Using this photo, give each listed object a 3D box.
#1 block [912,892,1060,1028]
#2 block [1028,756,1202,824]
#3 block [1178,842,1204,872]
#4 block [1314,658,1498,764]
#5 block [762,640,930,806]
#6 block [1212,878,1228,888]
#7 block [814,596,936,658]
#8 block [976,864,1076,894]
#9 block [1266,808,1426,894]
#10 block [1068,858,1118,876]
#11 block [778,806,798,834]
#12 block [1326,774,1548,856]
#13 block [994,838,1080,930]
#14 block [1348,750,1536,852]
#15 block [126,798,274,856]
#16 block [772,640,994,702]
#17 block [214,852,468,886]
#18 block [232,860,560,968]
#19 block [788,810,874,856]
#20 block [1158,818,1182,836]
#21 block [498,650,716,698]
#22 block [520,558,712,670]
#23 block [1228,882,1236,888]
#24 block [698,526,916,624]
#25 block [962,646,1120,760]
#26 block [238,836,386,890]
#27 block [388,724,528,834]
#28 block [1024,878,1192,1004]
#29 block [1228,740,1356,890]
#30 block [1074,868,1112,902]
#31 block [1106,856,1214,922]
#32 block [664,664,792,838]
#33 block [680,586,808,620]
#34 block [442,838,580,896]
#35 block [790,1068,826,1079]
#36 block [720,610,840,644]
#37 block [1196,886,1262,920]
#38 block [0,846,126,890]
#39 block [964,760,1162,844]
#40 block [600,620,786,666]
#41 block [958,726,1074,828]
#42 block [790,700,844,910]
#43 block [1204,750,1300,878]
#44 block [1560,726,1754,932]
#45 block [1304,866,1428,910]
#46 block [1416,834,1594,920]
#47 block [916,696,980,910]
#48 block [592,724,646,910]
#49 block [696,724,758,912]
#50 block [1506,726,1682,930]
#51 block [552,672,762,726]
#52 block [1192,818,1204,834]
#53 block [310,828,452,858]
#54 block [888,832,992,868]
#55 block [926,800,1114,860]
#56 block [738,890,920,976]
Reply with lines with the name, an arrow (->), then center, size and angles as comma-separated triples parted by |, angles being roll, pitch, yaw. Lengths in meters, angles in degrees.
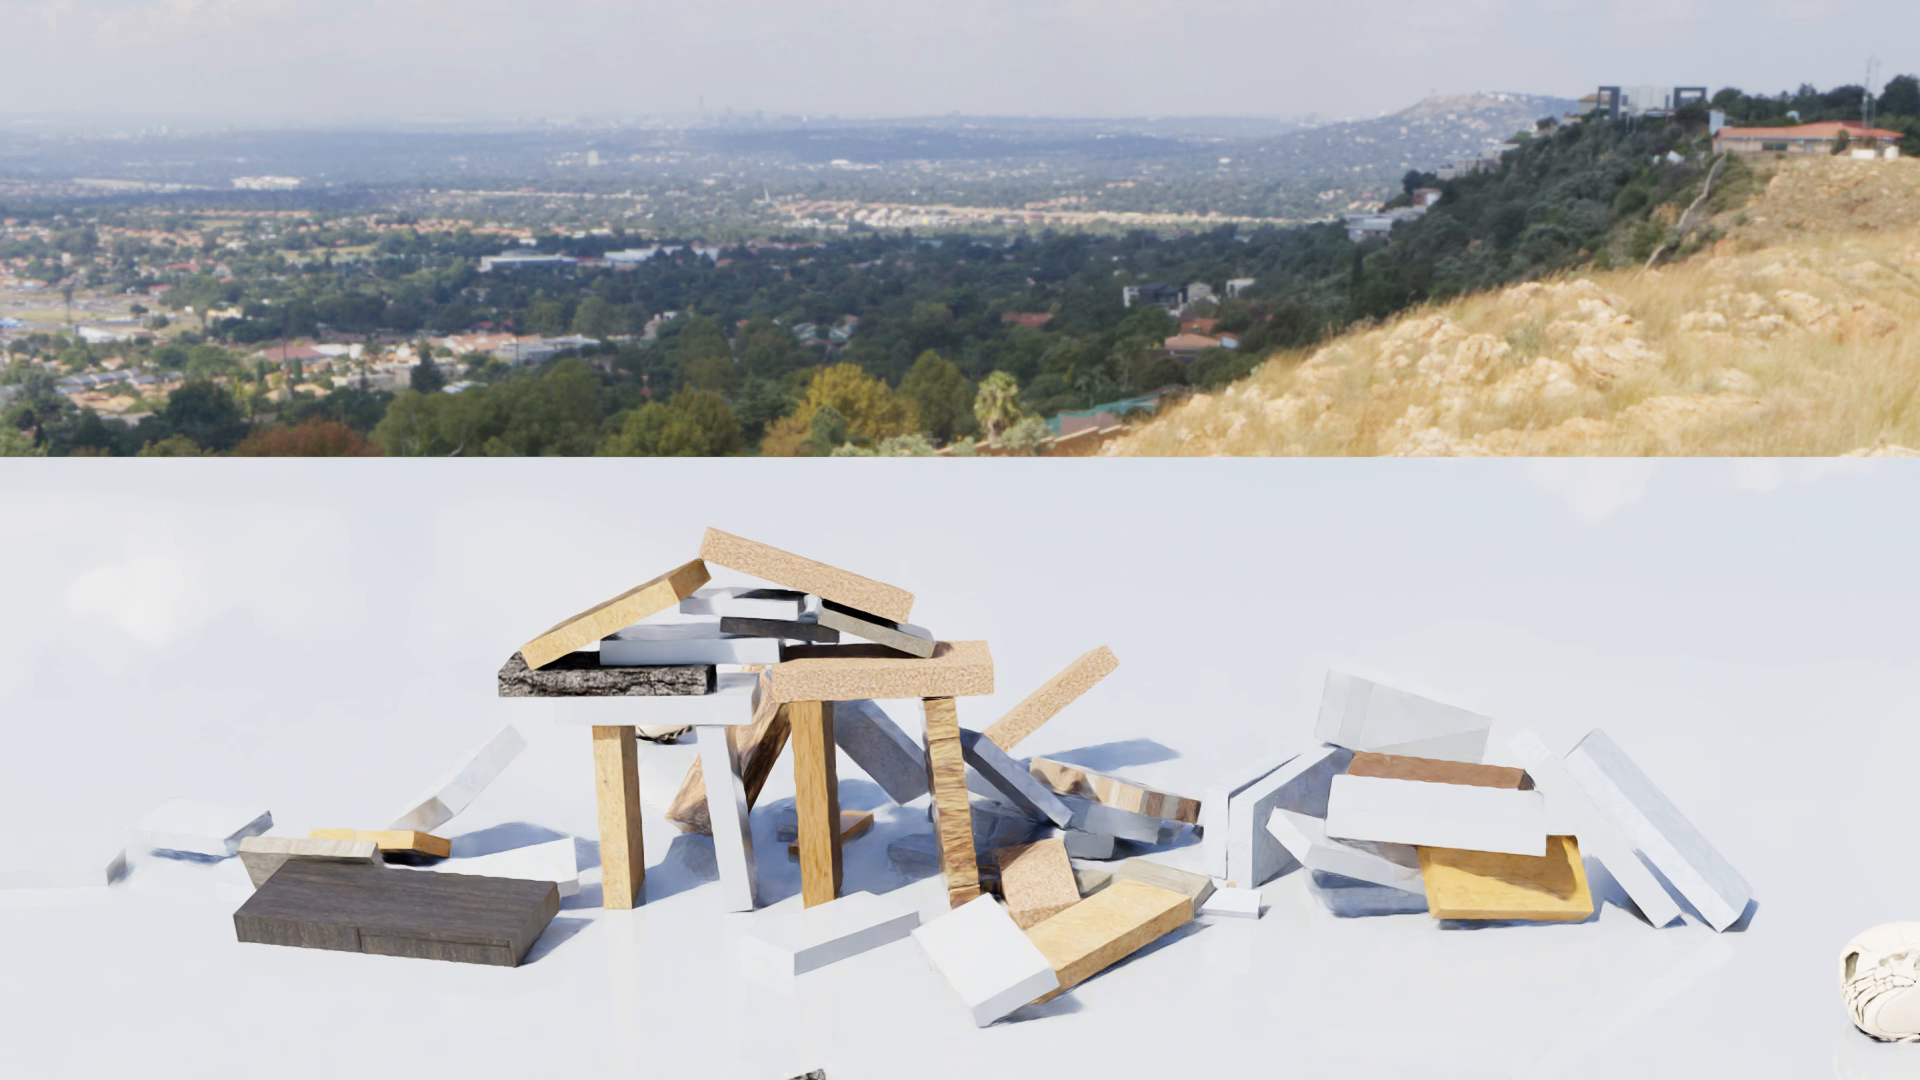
block -> 0.035, 0.615, 3.235 | 0.131, 0.037, 0.262 | -25, 22, -12
block -> 0.277, 0.451, 3.973 | 0.149, 0.042, 0.298 | 16, -3, -39
block -> 0.430, 0.551, 3.834 | 0.058, 0.016, 0.115 | 6, 12, 31
block -> 0.790, 0.324, 3.911 | 0.298, 0.149, 0.042 | 17, 30, 19
block -> -0.183, 0.323, 3.864 | 0.114, 0.352, 0.032 | -31, 19, 42
block -> 0.386, 0.575, 3.633 | 0.104, 0.015, 0.052 | 9, 38, 22
block -> -0.139, 0.141, 3.587 | 0.193, 0.027, 0.096 | 18, 9, -10
block -> 0.112, 0.571, 3.705 | 0.164, 0.023, 0.082 | 0, 11, -2
block -> 0.640, 0.506, 3.560 | 0.265, 0.037, 0.132 | 16, 13, -23
block -> 0.215, 0.555, 3.710 | 0.103, 0.015, 0.051 | 8, 10, -17
block -> -0.300, 0.513, 4.037 | 0.058, 0.016, 0.115 | 0, 11, 2
block -> 0.766, 0.441, 3.540 | 0.338, 0.048, 0.169 | 4, 13, 12
block -> 0.128, 0.561, 3.601 | 0.114, 0.032, 0.228 | -10, 19, -2
block -> 0.812, 0.466, 3.814 | 0.338, 0.169, 0.048 | 2, -34, 44
block -> -1.326, 0.500, 3.837 | 0.228, 0.032, 0.114 | 2, 21, 26
block -> -0.127, 0.213, 3.599 | 0.355, 0.050, 0.177 | -2, 11, -3
block -> -0.967, 0.565, 3.720 | 0.576, 0.030, 0.108 | 2, 11, 9
block -> -0.885, 0.586, 3.465 | 0.472, 0.049, 0.172 | 3, 23, 13
block -> -0.231, 0.528, 3.958 | 0.058, 0.016, 0.225 | 5, 12, 23
block -> 0.373, 0.516, 4.025 | 0.058, 0.016, 0.115 | 3, 11, 17
block -> -0.571, 0.217, 3.584 | 0.333, 0.041, 0.144 | -1, 11, 0
block -> -0.553, 0.118, 3.539 | 0.289, 0.041, 0.144 | -24, 6, 19
block -> 0.407, 0.583, 3.665 | 0.103, 0.015, 0.052 | 1, 11, 8
block -> -0.253, 0.056, 3.589 | 0.344, 0.049, 0.172 | 18, 0, -9
block -> 0.151, 0.333, 4.318 | 0.338, 0.048, 0.169 | -36, 0, -14
block -> -1.060, 0.541, 3.623 | 0.228, 0.114, 0.032 | 1, 43, 8
block -> -0.861, 0.421, 3.757 | 0.172, 0.049, 0.344 | -47, 9, -30
block -> 0.192, 0.612, 3.378 | 0.131, 0.037, 0.380 | 9, 18, 41
block -> 0.618, 0.465, 3.930 | 0.043, 0.151, 0.588 | 6, 12, 30
block -> 0.196, 0.577, 3.625 | 0.103, 0.015, 0.051 | -27, 25, -33
block -> 0.326, 0.572, 3.610 | 0.164, 0.023, 0.082 | 9, 40, 39
block -> -0.394, 0.375, 3.974 | 0.169, 0.338, 0.048 | 0, -33, 50
block -> -0.349, 0.101, 3.570 | 0.193, 0.027, 0.096 | 3, 11, 7
block -> -0.733, 0.553, 3.593 | 0.215, 0.030, 0.108 | -11, 33, -8
block -> -0.227, 0.719, 2.839 | 0.115, 0.016, 0.058 | -18, 12, -4
block -> -0.294, 0.136, 3.593 | 0.193, 0.027, 0.096 | 6, 11, -7
block -> 0.436, 0.589, 3.577 | 0.103, 0.015, 0.052 | 3, 36, 15
block -> -1.554, 0.559, 3.745 | 0.228, 0.032, 0.114 | -1, 11, -5
block -> 0.164, 0.471, 3.987 | 0.169, 0.048, 0.419 | 15, -3, -35
block -> -0.436, 0.168, 3.618 | 0.289, 0.041, 0.144 | -1, 10, 0
block -> 0.081, 0.403, 3.745 | 0.228, 0.032, 0.114 | 43, -16, -23
block -> -0.235, 0.416, 3.630 | 0.050, 0.355, 0.177 | -3, 10, 2
block -> 0.513, 0.477, 3.851 | 0.043, 0.151, 0.301 | 7, 11, 31
block -> 1.136, 0.467, 3.582 | 0.359, 0.042, 0.149 | 48, 27, 12
block -> 0.716, 0.573, 3.657 | 0.265, 0.037, 0.132 | 0, 11, -1
block -> 0.875, 0.541, 3.536 | 0.265, 0.132, 0.037 | 3, -33, -12
block -> -0.020, 0.415, 3.631 | 0.050, 0.355, 0.177 | -8, 11, -5
block -> -0.564, 0.434, 3.642 | 0.045, 0.316, 0.158 | -2, 11, 0
block -> -0.383, 0.436, 3.626 | 0.045, 0.316, 0.158 | -8, 11, -1
block -> 1.024, 0.463, 3.563 | 0.048, 0.338, 0.169 | -40, 7, 9
block -> -0.490, 0.259, 3.588 | 0.316, 0.045, 0.158 | -1, 11, 1
block -> 0.475, 0.517, 4.019 | 0.058, 0.016, 0.115 | 6, 12, 28
block -> -0.991, 0.519, 3.758 | 0.215, 0.030, 0.108 | -2, -17, 23
block -> -0.035, 0.546, 3.840 | 0.164, 0.023, 0.082 | 7, 12, 32
block -> 0.105, 0.508, 3.879 | 0.301, 0.043, 0.151 | 9, -3, 39
block -> -0.203, 0.613, 3.441 | 0.131, 0.037, 0.262 | 10, 15, 44
